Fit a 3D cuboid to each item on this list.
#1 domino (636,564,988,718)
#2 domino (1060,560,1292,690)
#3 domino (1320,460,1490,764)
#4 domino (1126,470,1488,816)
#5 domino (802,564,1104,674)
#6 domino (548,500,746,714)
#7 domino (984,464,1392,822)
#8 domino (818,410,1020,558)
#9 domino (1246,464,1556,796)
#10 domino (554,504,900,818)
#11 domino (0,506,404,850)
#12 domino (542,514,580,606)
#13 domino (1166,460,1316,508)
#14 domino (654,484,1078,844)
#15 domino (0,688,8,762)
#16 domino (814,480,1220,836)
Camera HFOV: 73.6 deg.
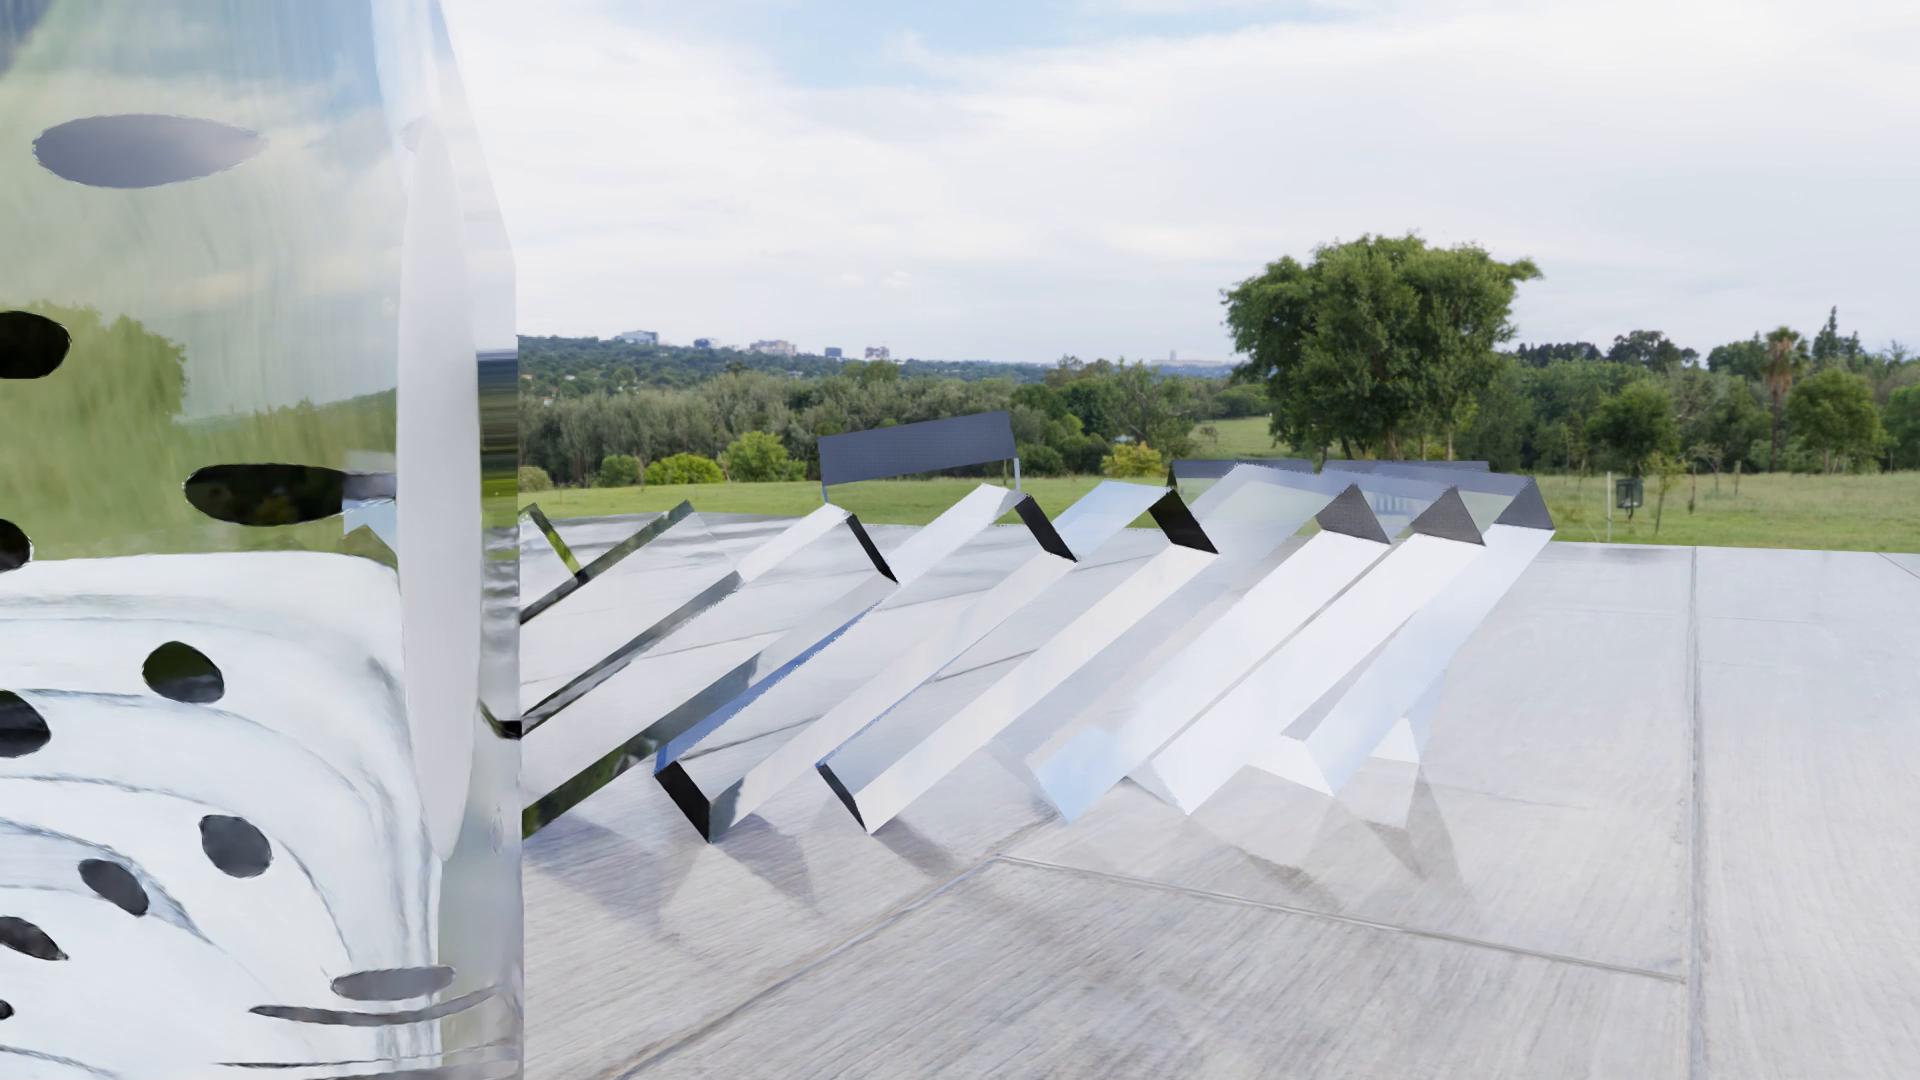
[{"bbox_3d":[-0.023,0.016,0.205,0.050,0.009,0.025,-3,-32,-32],"label":"domino"},{"bbox_3d":[0.039,0.015,0.243,0.025,0.009,0.050,22,-1,-13],"label":"domino"},{"bbox_3d":[0.060,0.008,0.190,0.025,0.009,0.050,3,46,36],"label":"domino"},{"bbox_3d":[0.038,0.011,0.162,0.050,0.010,0.025,-39,18,-11],"label":"domino"},{"bbox_3d":[-0.001,0.015,0.236,0.050,0.010,0.025,1,-26,17],"label":"domino"},{"bbox_3d":[-0.049,0.014,0.144,0.050,0.009,0.025,-35,12,-9],"label":"domino"},{"bbox_3d":[0.025,0.011,0.156,0.050,0.009,0.025,-39,18,-10],"label":"domino"},{"bbox_3d":[-0.004,0.005,0.182,0.025,0.050,0.010,-9,46,-2],"label":"domino"},{"bbox_3d":[0.054,0.010,0.172,0.050,0.009,0.025,-43,26,-19],"label":"domino"},{"bbox_3d":[-0.032,0.014,0.148,0.050,0.009,0.025,-34,10,-8],"label":"domino"},{"bbox_3d":[-0.086,0.015,0.139,0.050,0.009,0.025,-37,19,-20],"label":"domino"},{"bbox_3d":[-0.066,0.014,0.141,0.050,0.009,0.025,-35,13,-12],"label":"domino"},{"bbox_3d":[0.051,0.007,0.213,0.025,0.009,0.050,0,45,-3],"label":"domino"},{"bbox_3d":[-0.012,0.013,0.150,0.050,0.010,0.025,-37,11,-6],"label":"domino"},{"bbox_3d":[-0.133,0.027,0.146,0.025,0.009,0.050,-1,5,-19],"label":"domino"},{"bbox_3d":[0.005,0.012,0.154,0.050,0.009,0.025,-38,11,-6],"label":"domino"}]
